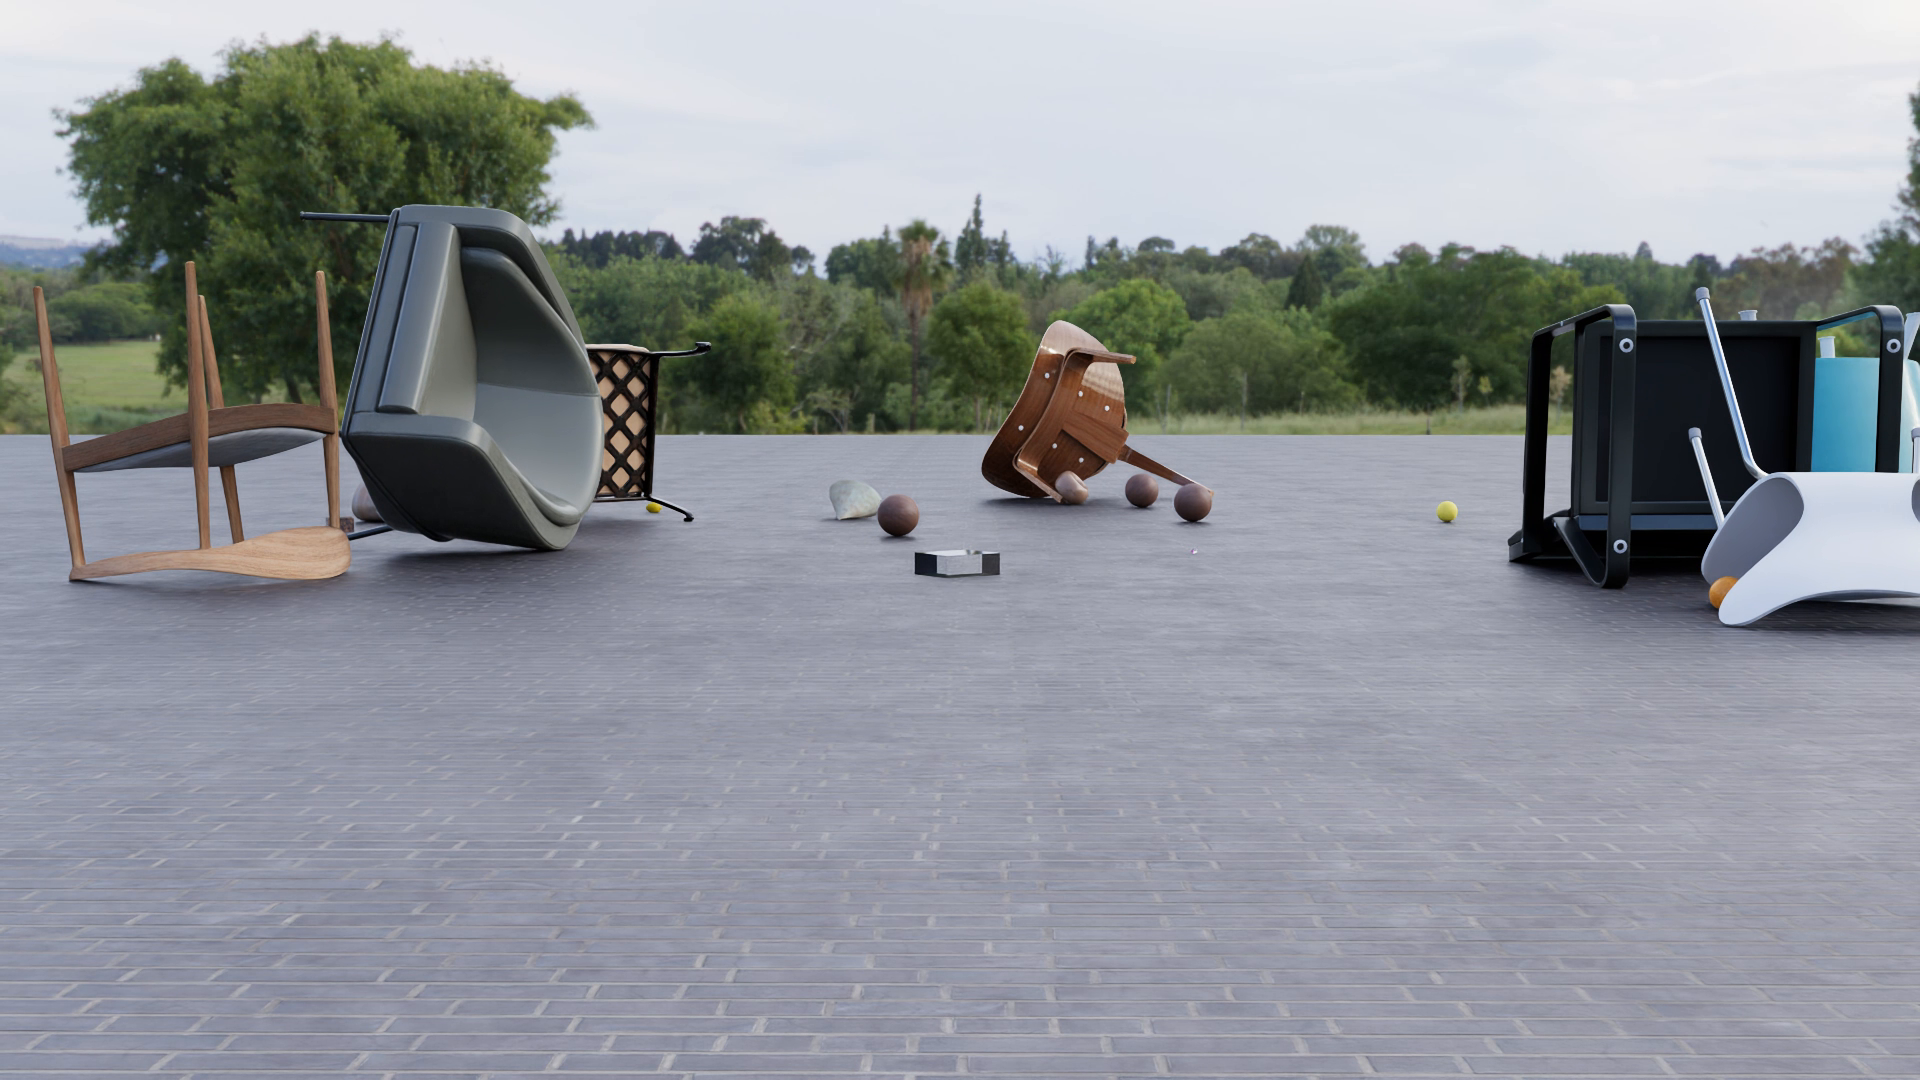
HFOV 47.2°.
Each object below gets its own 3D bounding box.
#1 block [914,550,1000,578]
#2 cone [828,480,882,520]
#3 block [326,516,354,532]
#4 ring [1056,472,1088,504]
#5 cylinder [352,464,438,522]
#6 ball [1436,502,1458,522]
[{"bbox_3d":[-0.007,0.057,5.322,0.157,0.053,0.135,-3,5,-36],"label":"block"},{"bbox_3d":[-0.390,-0.107,7.606,0.201,0.147,0.156,15,34,13],"label":"cone"},{"bbox_3d":[-1.960,-0.049,6.948,0.079,0.043,0.083,-2,4,-22],"label":"block"},{"bbox_3d":[0.437,-0.203,8.587,0.140,0.082,0.199,44,11,-7],"label":"ring"},{"bbox_3d":[-1.931,-0.161,7.516,0.136,0.162,0.294,2,28,29],"label":"cylinder"},{"bbox_3d":[1.647,-0.096,7.437,0.070,0.070,0.070,0,4,0],"label":"ball"}]
